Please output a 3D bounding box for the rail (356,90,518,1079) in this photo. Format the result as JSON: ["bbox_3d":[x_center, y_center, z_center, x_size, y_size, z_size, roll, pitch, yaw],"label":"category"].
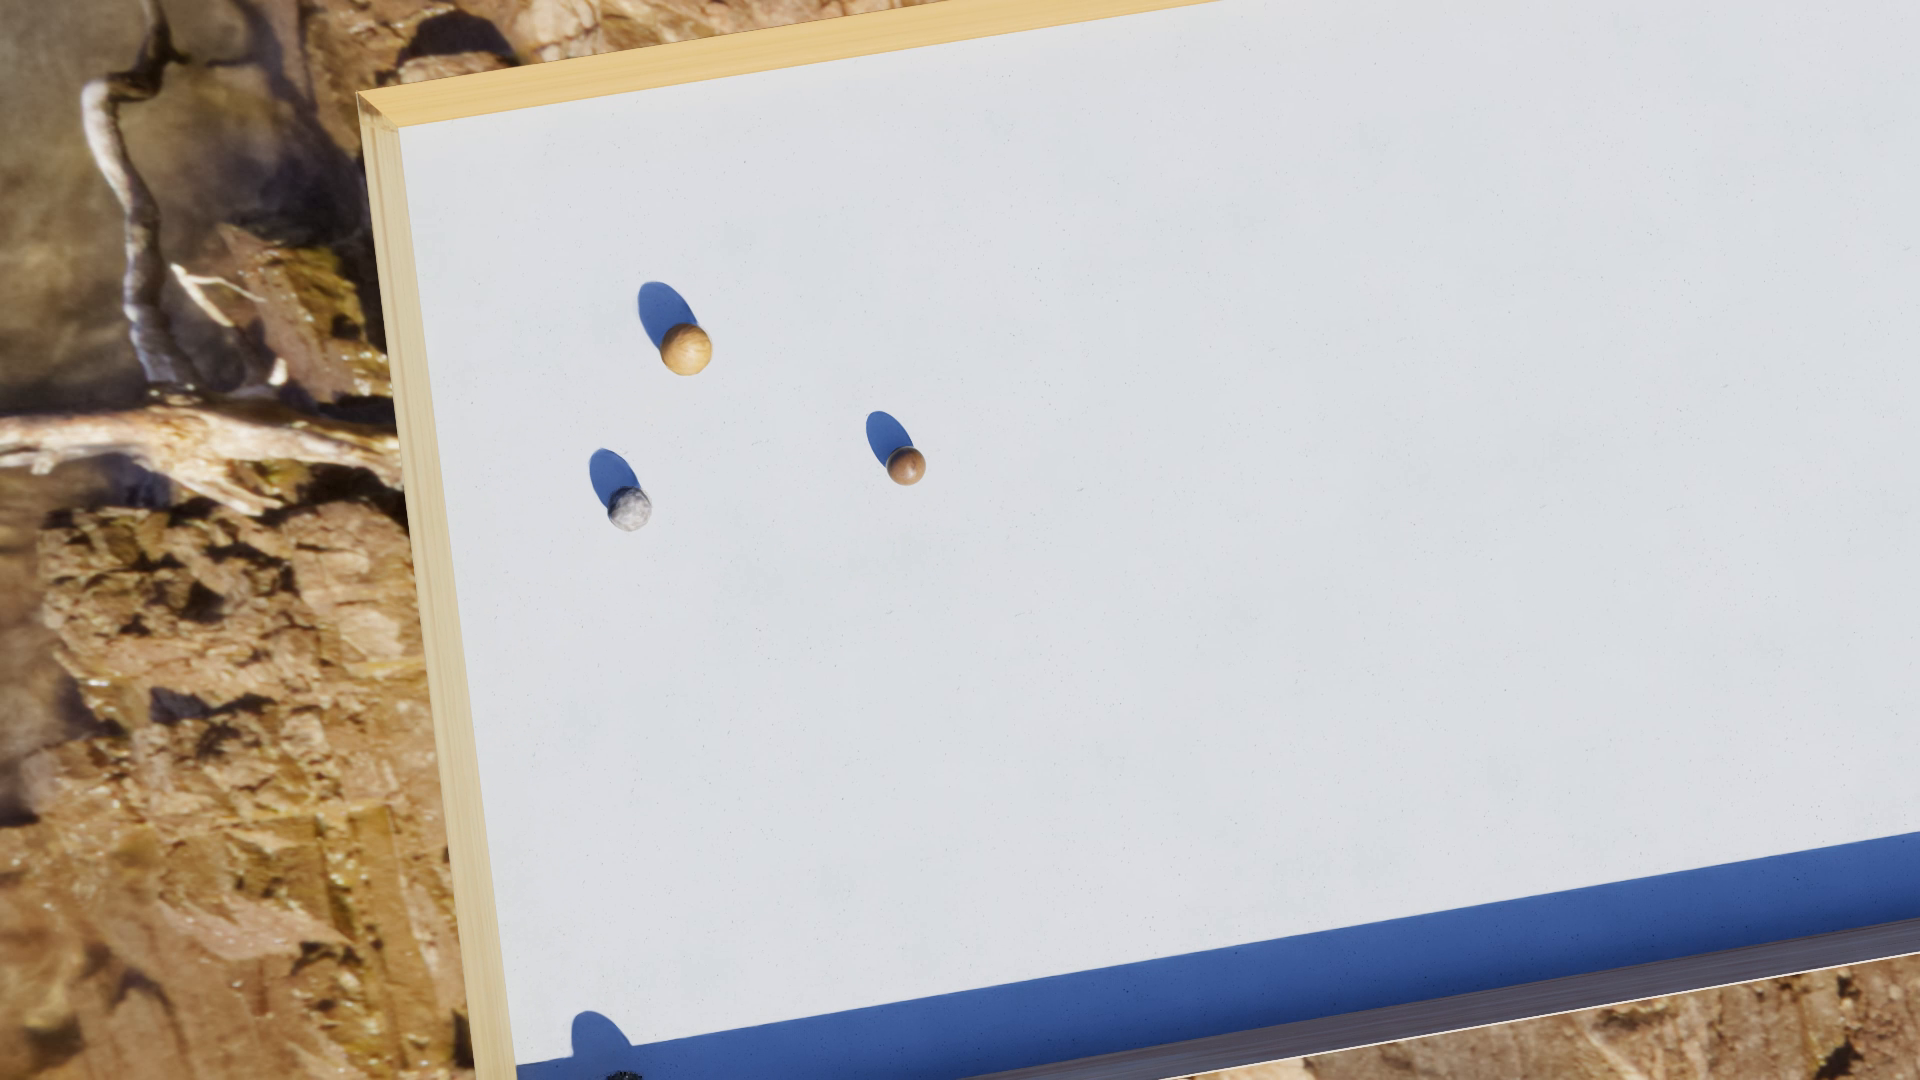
[{"bbox_3d":[-0.760,0.119,3.243,0.045,0.107,1.634,-9,80,-2],"label":"rail"}]

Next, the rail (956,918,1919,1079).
[{"bbox_3d":[0.912,0.641,3.151,3.177,0.107,0.045,-9,80,-2],"label":"rail"}]

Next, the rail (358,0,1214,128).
[{"bbox_3d":[0.656,-0.901,3.424,3.177,0.107,0.045,-9,80,-2],"label":"rail"}]

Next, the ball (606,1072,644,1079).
[{"bbox_3d":[-0.480,0.800,3.137,0.082,0.082,0.082,0,80,0],"label":"ball"}]

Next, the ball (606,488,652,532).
[{"bbox_3d":[-0.496,-0.046,3.294,0.066,0.066,0.066,0,80,0],"label":"ball"}]

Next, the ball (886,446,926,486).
[{"bbox_3d":[-0.081,-0.111,3.308,0.061,0.061,0.061,0,80,0],"label":"ball"}]

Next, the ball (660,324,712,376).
[{"bbox_3d":[-0.415,-0.288,3.330,0.079,0.079,0.079,0,80,0],"label":"ball"}]
